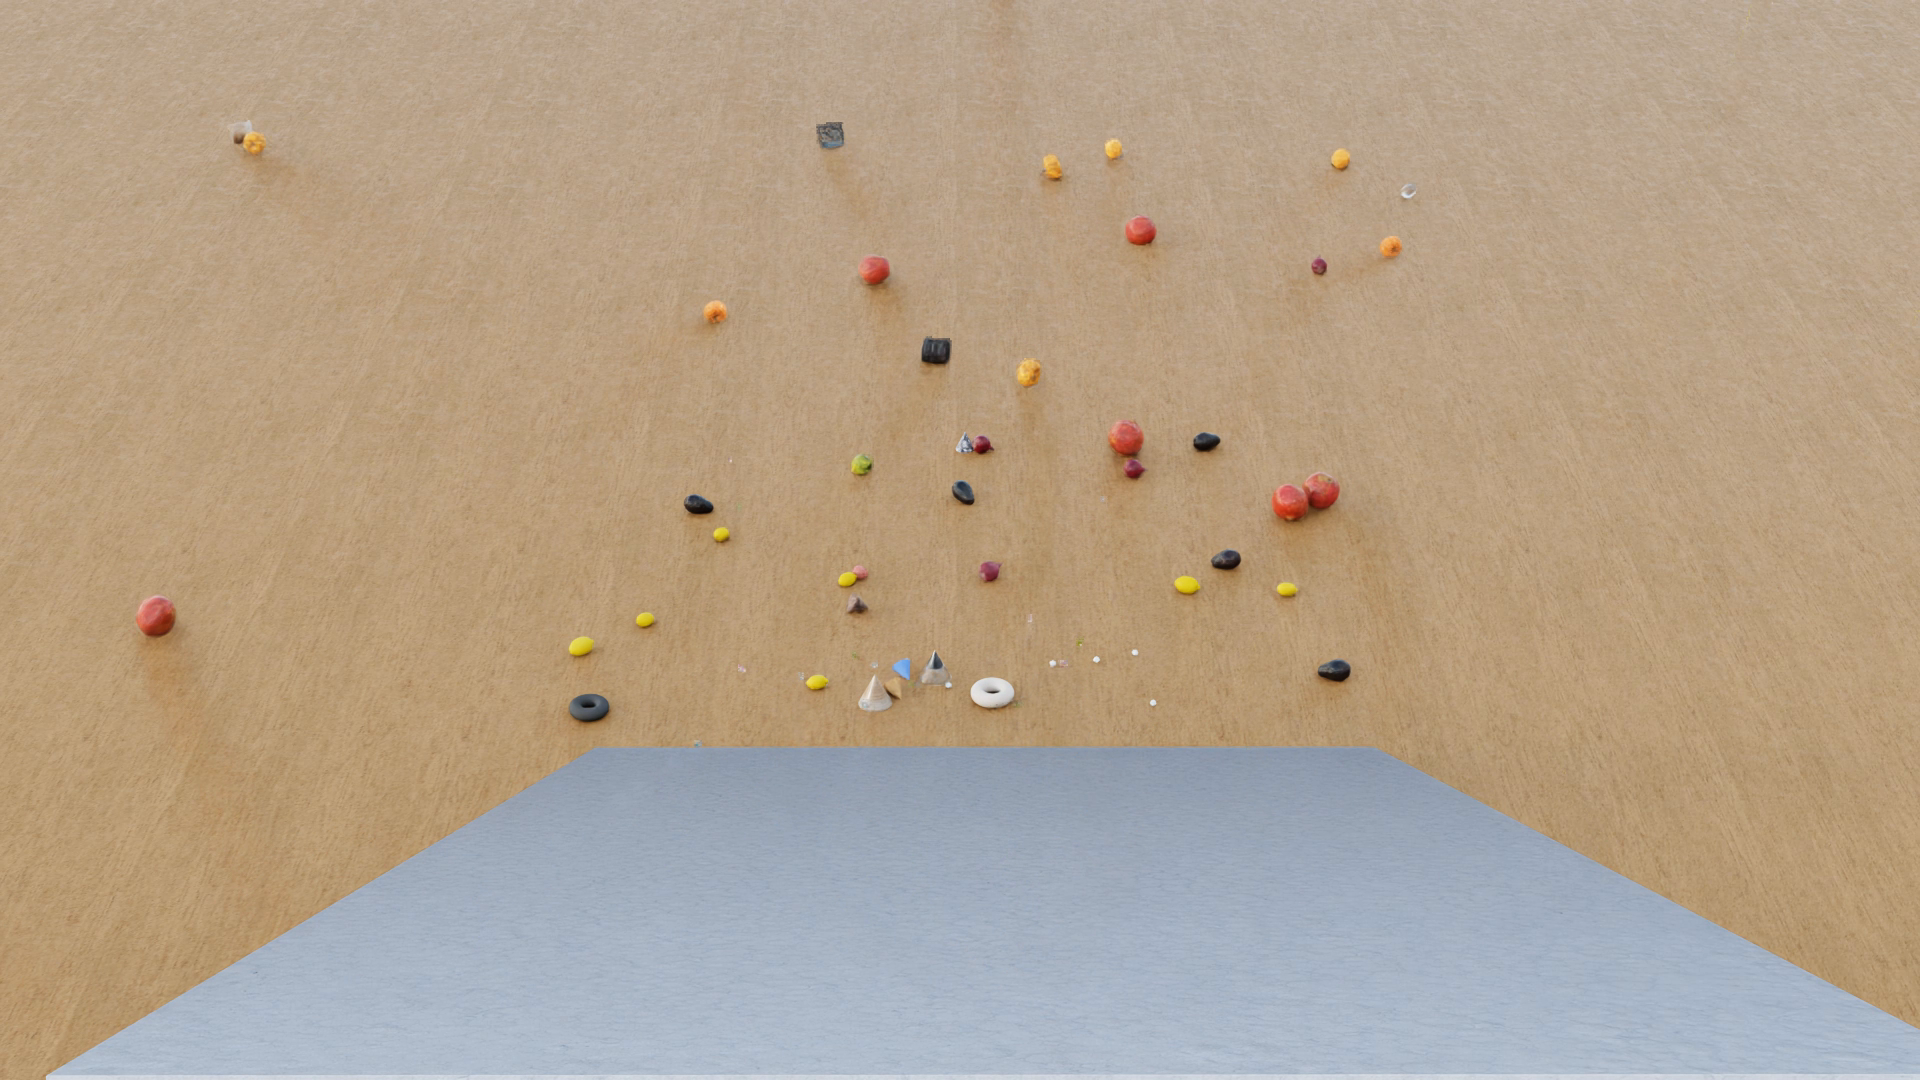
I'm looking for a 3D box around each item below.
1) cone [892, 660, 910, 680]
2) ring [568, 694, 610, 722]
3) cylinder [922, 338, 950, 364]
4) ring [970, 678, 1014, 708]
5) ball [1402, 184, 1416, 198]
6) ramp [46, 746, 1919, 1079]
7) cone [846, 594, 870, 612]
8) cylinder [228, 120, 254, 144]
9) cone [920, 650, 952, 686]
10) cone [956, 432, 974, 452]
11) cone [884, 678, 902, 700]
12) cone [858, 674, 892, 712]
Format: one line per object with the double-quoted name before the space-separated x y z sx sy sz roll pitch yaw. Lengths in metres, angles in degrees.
"cone" -0.150 0.364 7.091 0.054 0.054 0.054 -19 69 -30
"ring" -0.994 0.449 6.929 0.108 0.036 0.108 1 29 -1
"cylinder" -0.082 -0.644 8.825 0.080 0.080 0.080 7 30 12
"ring" 0.088 0.413 6.989 0.118 0.039 0.118 0 30 0
"ball" 1.756 -1.366 10.134 0.055 0.055 0.055 0 29 0
"ramp" 0.066 0.589 4.640 2.000 0.100 4.000 0 0 0
"cone" -0.285 0.188 7.401 0.058 0.058 0.058 20 23 -21
"cylinder" -2.962 -1.680 10.659 0.084 0.084 0.084 -14 32 -23
"cone" -0.068 0.338 7.072 0.088 0.088 0.088 0 29 0
"cone" 0.016 -0.320 8.268 0.061 0.061 0.061 0 29 0
"cone" -0.172 0.412 7.005 0.056 0.056 0.056 -17 60 -28
"cone" -0.228 0.399 6.957 0.094 0.094 0.094 0 29 0
